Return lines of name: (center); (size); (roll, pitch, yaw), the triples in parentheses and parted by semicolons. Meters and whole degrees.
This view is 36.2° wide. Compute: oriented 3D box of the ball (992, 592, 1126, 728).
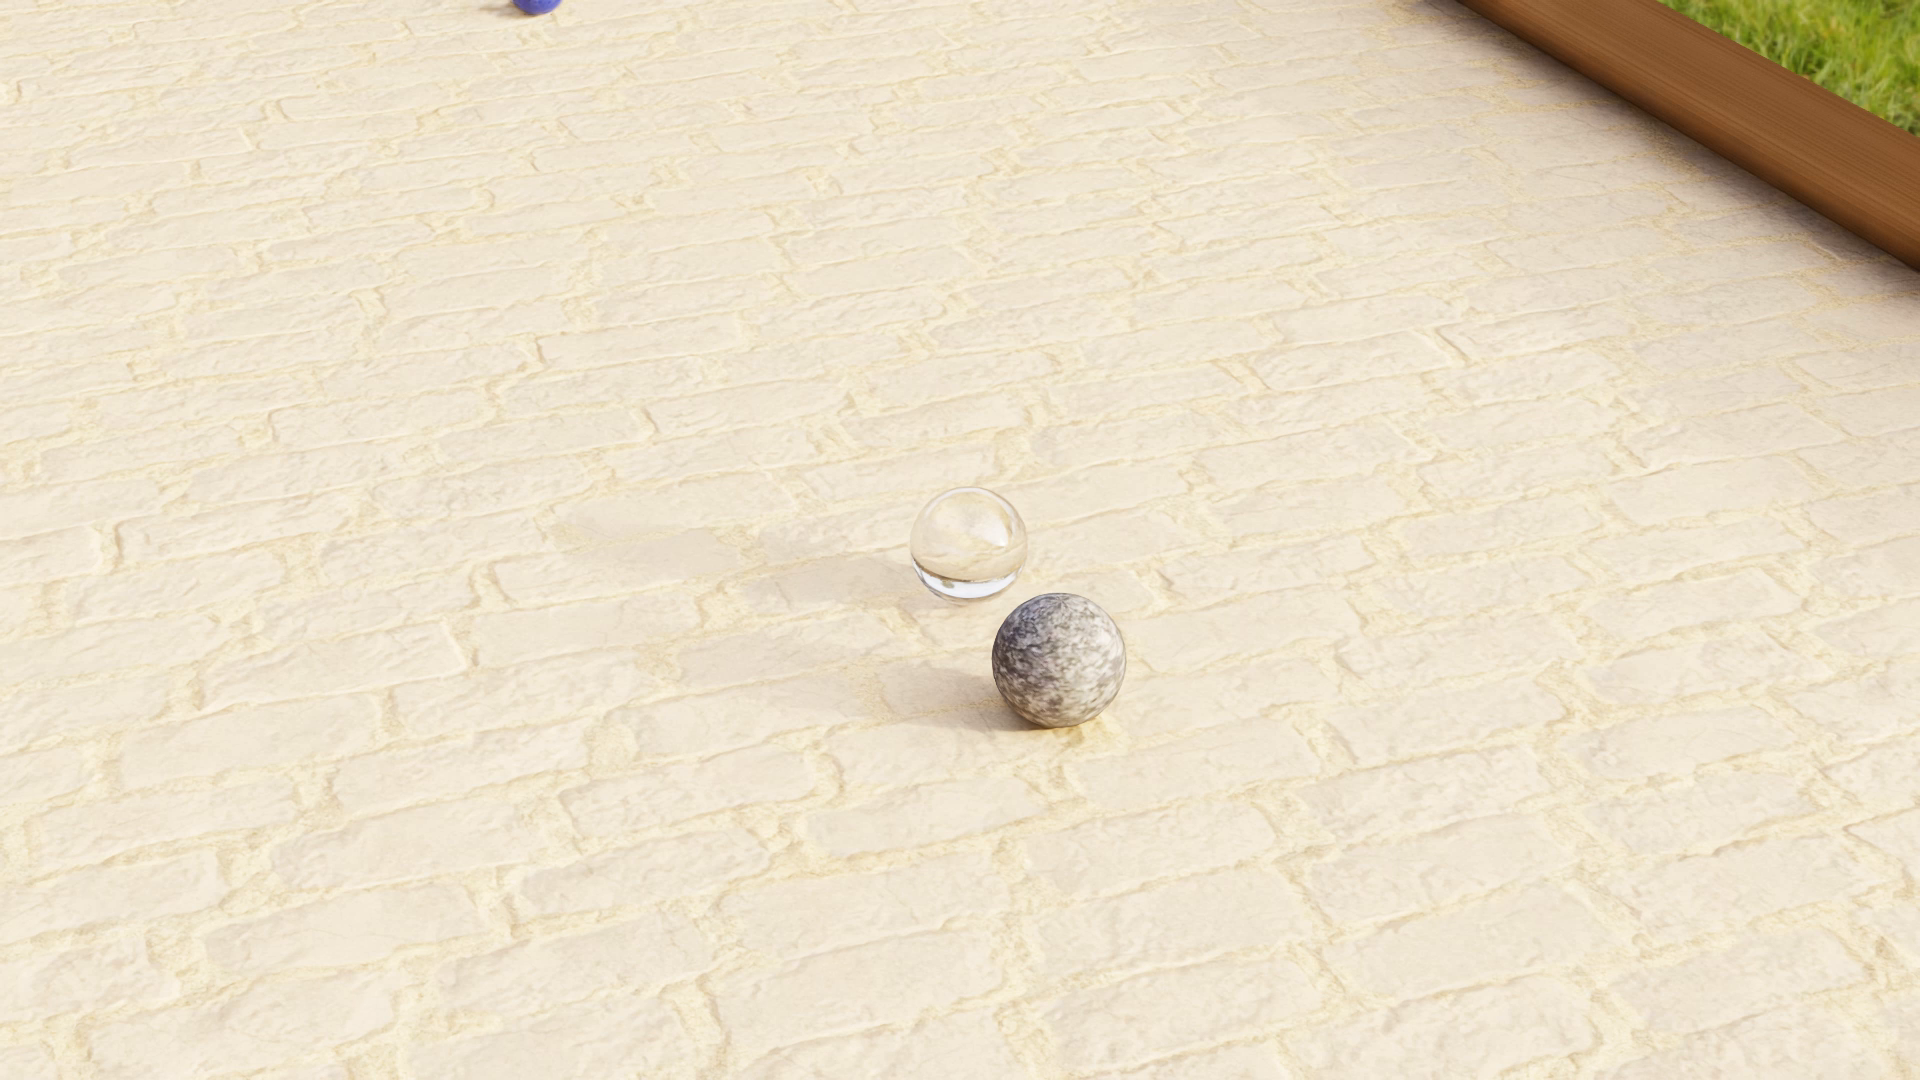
ball: (0.059, 0.071, 1.749); (0.081, 0.081, 0.081); (0, 27, 0)

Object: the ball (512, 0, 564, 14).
ball: (-0.433, -0.570, 3.010); (0.064, 0.064, 0.064); (0, 27, 0)

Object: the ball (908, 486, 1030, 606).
ball: (0.006, 0.004, 1.884); (0.077, 0.077, 0.077); (0, 27, 0)

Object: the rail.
rail: (0.554, -0.532, 2.890); (0.045, 0.105, 3.531); (-9, 29, -17)
